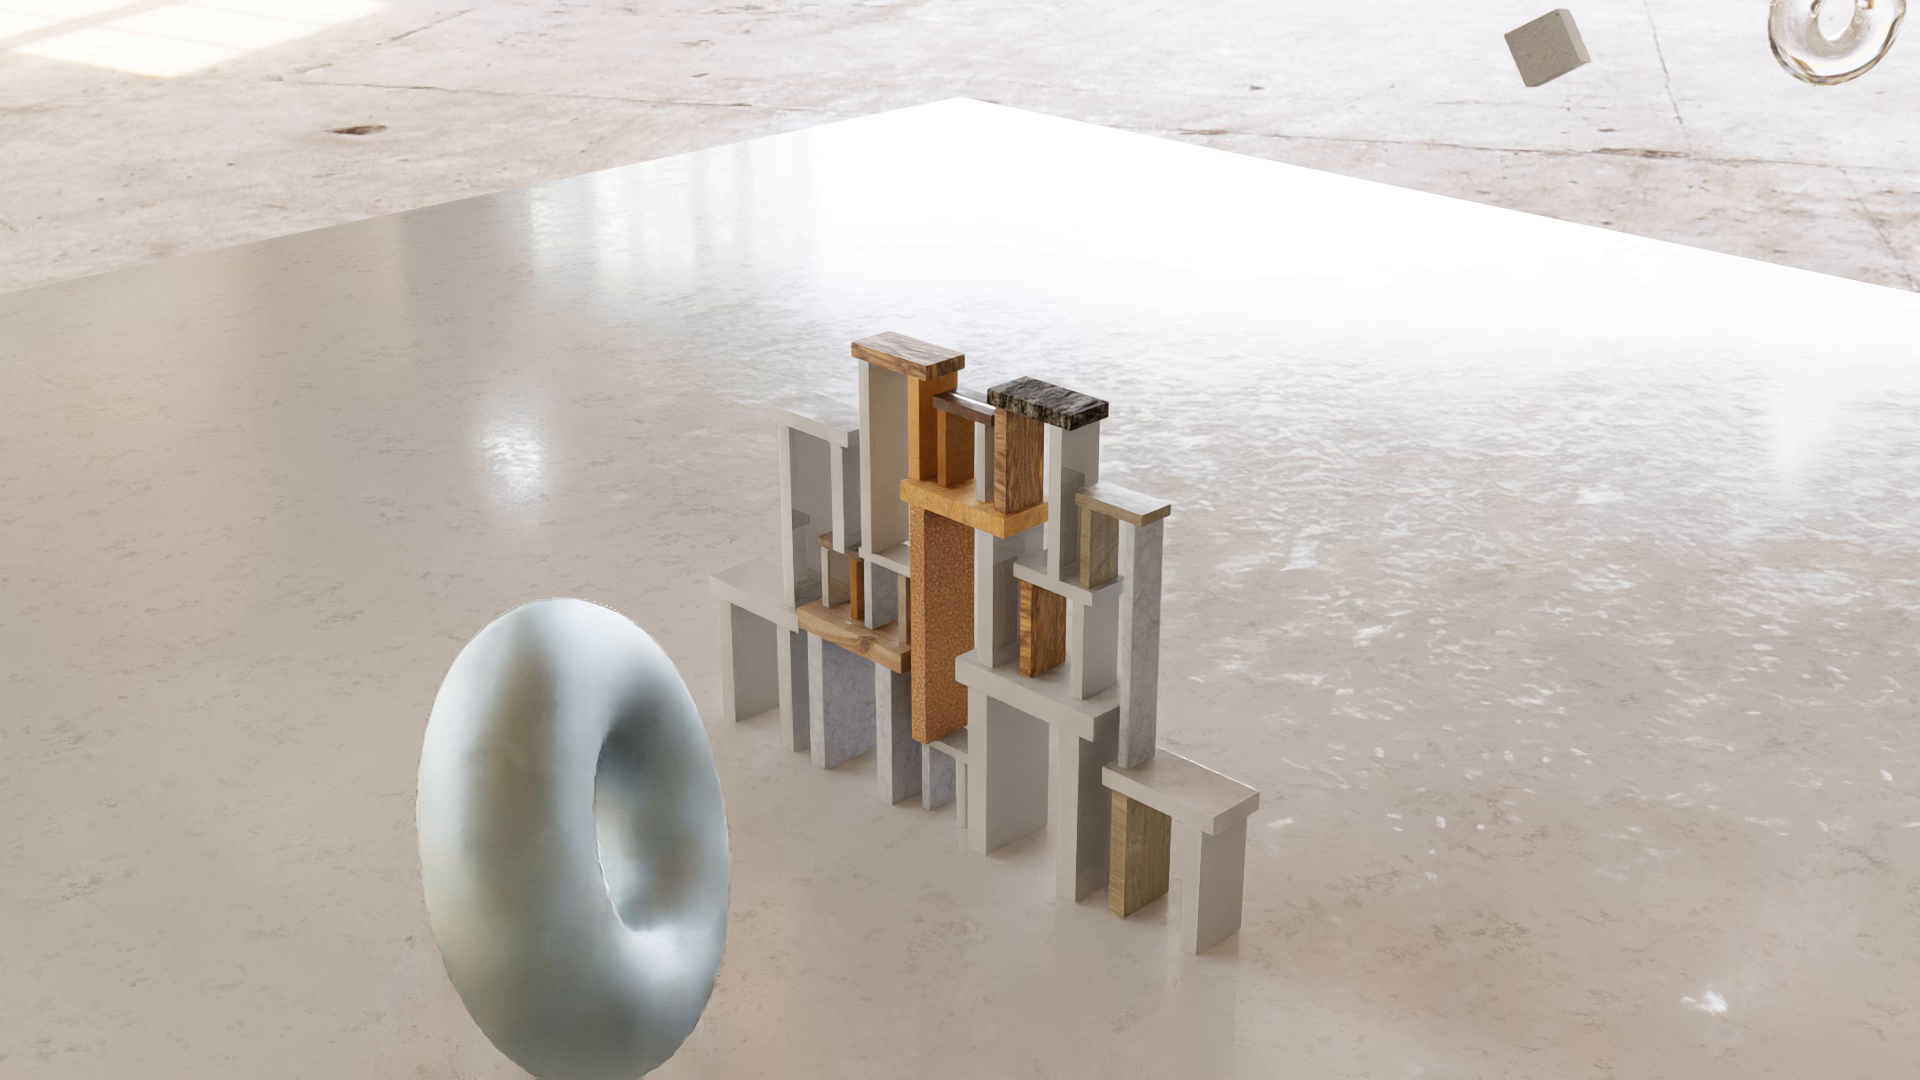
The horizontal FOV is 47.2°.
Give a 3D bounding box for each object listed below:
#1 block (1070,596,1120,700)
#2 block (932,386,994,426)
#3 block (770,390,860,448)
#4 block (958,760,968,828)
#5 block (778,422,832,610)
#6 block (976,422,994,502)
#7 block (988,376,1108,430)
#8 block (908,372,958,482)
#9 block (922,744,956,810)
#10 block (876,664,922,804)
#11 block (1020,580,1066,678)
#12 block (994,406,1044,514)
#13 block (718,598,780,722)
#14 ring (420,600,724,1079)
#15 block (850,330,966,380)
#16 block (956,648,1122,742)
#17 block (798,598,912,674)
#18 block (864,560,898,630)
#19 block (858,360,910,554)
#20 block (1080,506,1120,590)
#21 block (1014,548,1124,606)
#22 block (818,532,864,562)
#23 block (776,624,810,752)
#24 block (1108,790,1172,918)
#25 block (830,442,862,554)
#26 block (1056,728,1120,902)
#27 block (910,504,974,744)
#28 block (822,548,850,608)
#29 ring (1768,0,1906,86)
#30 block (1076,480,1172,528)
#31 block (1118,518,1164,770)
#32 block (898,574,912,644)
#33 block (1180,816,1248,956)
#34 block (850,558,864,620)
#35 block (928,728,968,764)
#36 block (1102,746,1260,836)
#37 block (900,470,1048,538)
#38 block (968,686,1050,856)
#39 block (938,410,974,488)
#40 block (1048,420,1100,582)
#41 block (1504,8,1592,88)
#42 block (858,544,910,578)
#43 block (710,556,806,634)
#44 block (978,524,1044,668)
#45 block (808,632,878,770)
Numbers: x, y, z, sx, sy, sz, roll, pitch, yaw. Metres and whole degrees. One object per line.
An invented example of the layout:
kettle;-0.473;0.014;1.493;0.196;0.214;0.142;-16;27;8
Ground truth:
block;0.248;0.188;4.036;0.028;0.194;0.097;21;31;41
block;0.029;-0.249;4.089;0.154;0.022;0.077;21;31;40
block;-0.260;-0.243;4.408;0.117;0.033;0.233;-21;31;-41
block;0.028;0.495;4.401;0.021;0.150;0.075;21;31;41
block;-0.314;-0.063;4.544;0.033;0.405;0.117;21;31;41
block;0.065;-0.154;4.090;0.022;0.154;0.077;21;31;41
block;0.157;-0.246;3.947;0.203;0.029;0.102;21;31;41
block;-0.051;-0.225;4.191;0.029;0.206;0.103;21;31;41
block;-0.042;0.468;4.466;0.021;0.150;0.075;21;31;41
block;-0.099;0.372;4.490;0.044;0.309;0.154;21;31;41
block;0.156;0.152;4.120;0.028;0.194;0.097;21;31;41
block;0.109;-0.158;4.037;0.029;0.203;0.102;21;31;41
block;-0.455;0.241;4.822;0.041;0.290;0.145;21;31;41
ring;-0.212;0.169;1.242;0.092;0.275;0.275;-10;20;15
block;-0.100;-0.352;4.189;0.206;0.029;0.103;21;31;41
block;0.179;0.271;4.152;0.354;0.050;0.177;21;31;41
block;-0.171;0.181;4.488;0.154;0.044;0.309;-21;31;-41
block;-0.158;0.099;4.434;0.075;0.149;0.021;-21;31;-41
block;-0.149;-0.174;4.318;0.103;0.400;0.029;-21;31;-40
block;0.251;0.003;3.952;0.022;0.156;0.078;21;31;41
block;0.202;0.068;4.035;0.194;0.028;0.097;21;31;41
block;-0.221;0.010;4.474;0.131;0.019;0.066;21;31;40
block;-0.318;0.294;4.696;0.041;0.290;0.145;21;31;41
block;0.337;0.562;4.101;0.037;0.261;0.131;21;31;41
block;-0.203;-0.099;4.410;0.033;0.233;0.117;21;31;40
block;0.262;0.490;4.154;0.050;0.354;0.177;21;31;41
block;-0.034;0.149;4.322;0.039;0.507;0.137;21;31;41
block;-0.254;0.067;4.531;0.066;0.131;0.019;-21;31;-41
ring;2.030;-1.220;5.088;0.339;0.339;0.113;-5;26;-13
block;0.287;-0.064;3.883;0.078;0.022;0.156;-21;31;-40
block;0.325;0.183;3.948;0.078;0.483;0.022;-21;31;-41
block;-0.088;0.126;4.369;0.021;0.149;0.075;21;31;41
block;0.461;0.610;3.988;0.037;0.261;0.130;21;31;41
block;-0.192;0.092;4.474;0.019;0.131;0.066;21;31;41
block;-0.007;0.402;4.400;0.150;0.021;0.075;21;31;41
block;0.399;0.449;3.986;0.261;0.037;0.130;21;31;41
block;0.031;-0.077;4.156;0.275;0.039;0.137;21;31;41
block;0.096;0.425;4.307;0.050;0.354;0.177;21;31;41
block;-0.007;-0.182;4.157;0.022;0.154;0.077;21;31;40
block;0.205;-0.078;3.966;0.029;0.295;0.102;21;31;41
block;1.521;-1.272;5.687;0.149;0.149;0.149;-23;0;30
block;-0.123;0.034;4.369;0.075;0.021;0.149;-21;31;-41
block;-0.386;0.115;4.694;0.290;0.041;0.145;21;31;41
block;0.096;0.093;4.157;0.039;0.274;0.137;21;31;41
block;-0.244;0.315;4.624;0.044;0.309;0.154;21;31;41
